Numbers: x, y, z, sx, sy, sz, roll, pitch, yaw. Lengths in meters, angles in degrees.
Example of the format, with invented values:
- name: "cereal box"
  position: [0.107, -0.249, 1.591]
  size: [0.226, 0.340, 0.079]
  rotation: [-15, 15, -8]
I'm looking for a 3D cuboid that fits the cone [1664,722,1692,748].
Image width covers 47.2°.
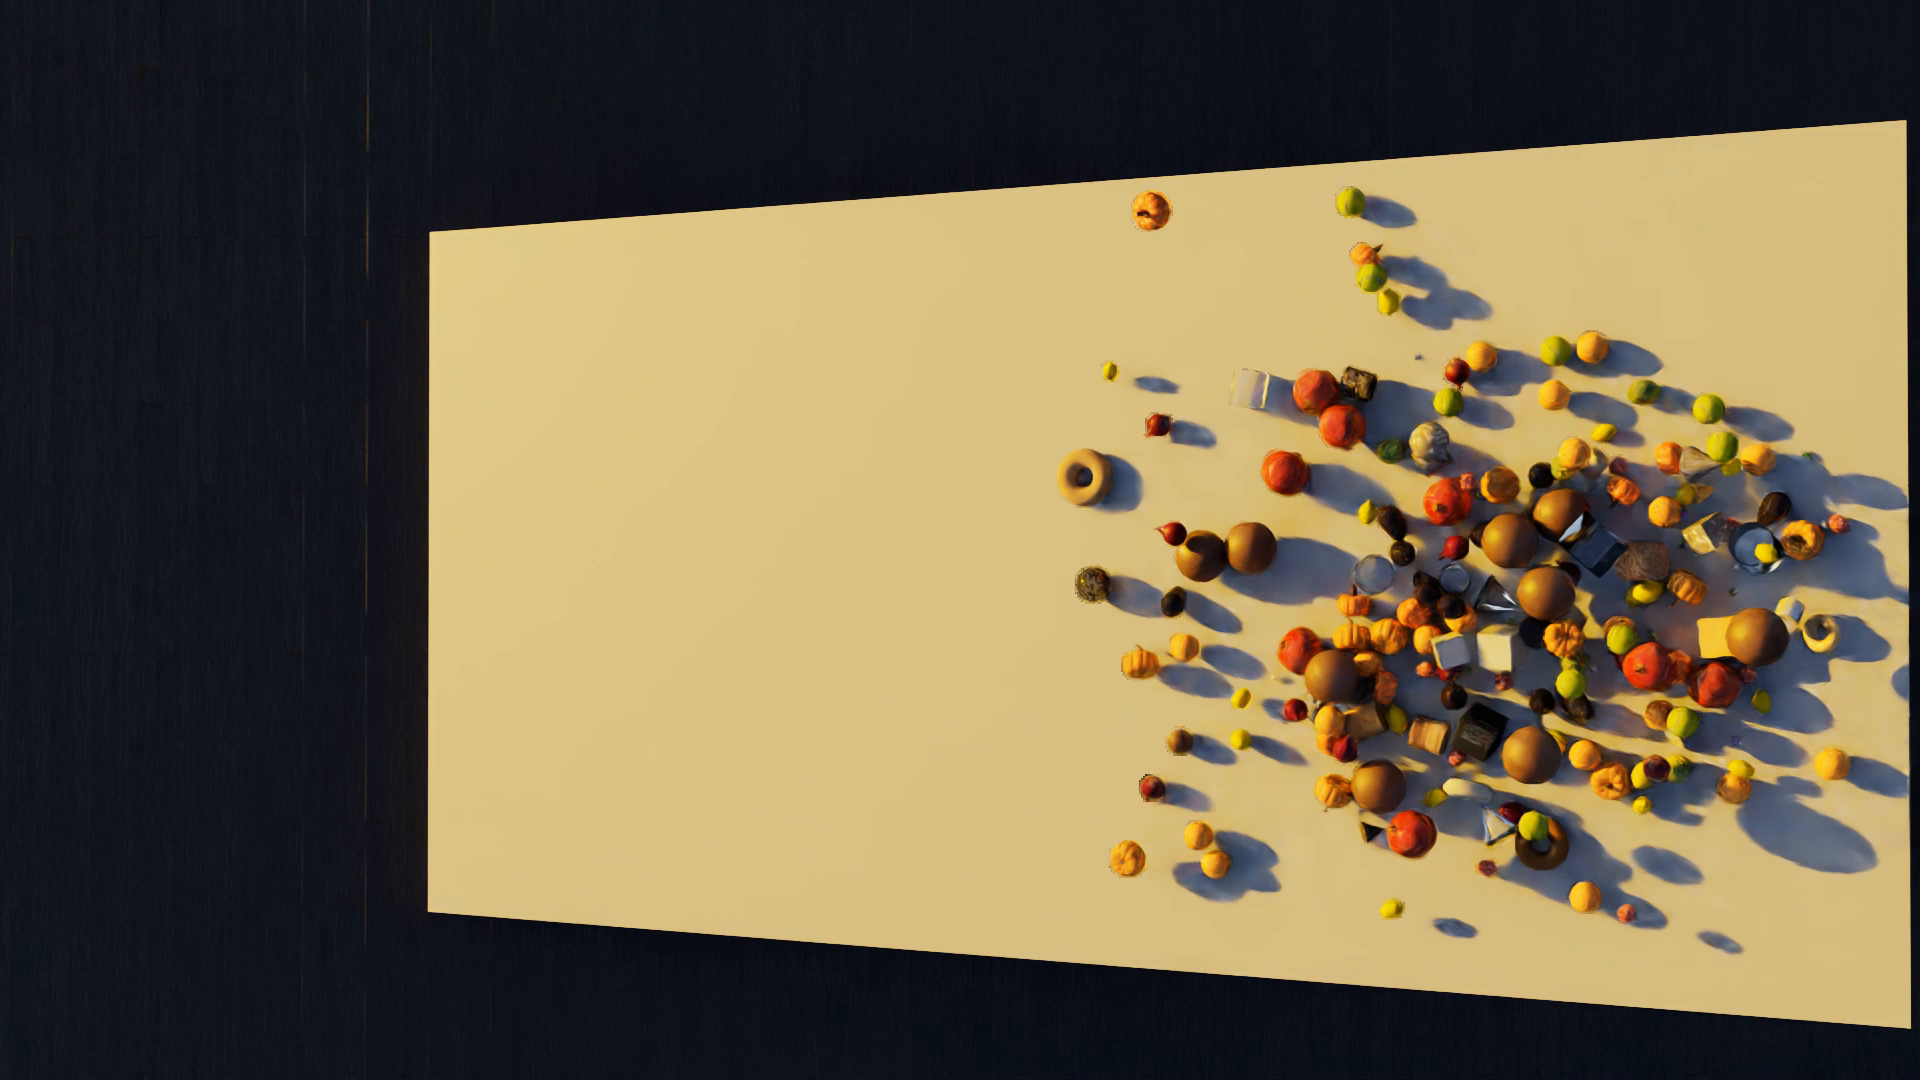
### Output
- name: "cone"
  position: [1.650, 0.435, 5.019]
  size: [0.057, 0.057, 0.057]
  rotation: [-41, 89, -9]

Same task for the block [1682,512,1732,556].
- name: "block"
  position: [1.686, -0.013, 4.960]
  size: [0.065, 0.065, 0.065]
  rotation: [-29, 88, -26]

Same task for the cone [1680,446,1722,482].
- name: "cone"
  position: [1.670, -0.170, 4.916]
  size: [0.083, 0.083, 0.083]
  rotation: [0, 91, -36]

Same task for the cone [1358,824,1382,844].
- name: "cone"
  position: [0.999, 0.702, 5.308]
  size: [0.053, 0.053, 0.053]
  rotation: [-19, 89, -17]

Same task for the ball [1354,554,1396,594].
- name: "ball"
  position: [0.995, 0.081, 5.277]
  size: [0.098, 0.098, 0.098]
  rotation: [0, 89, 0]

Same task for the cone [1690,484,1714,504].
- name: "cone"
  position: [1.697, -0.112, 5.006]
  size: [0.050, 0.050, 0.050]
  rotation: [-16, 89, -4]

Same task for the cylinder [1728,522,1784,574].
- name: "cylinder"
  position: [1.779, 0.018, 4.915]
  size: [0.096, 0.096, 0.096]
  rotation: [-11, 69, 30]

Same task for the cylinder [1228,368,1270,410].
- name: "cylinder"
  position: [0.712, -0.373, 5.413]
  size: [0.088, 0.088, 0.088]
  rotation: [10, 94, 0]

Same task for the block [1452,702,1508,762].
- name: "block"
  position: [1.218, 0.451, 5.151]
  size: [0.085, 0.085, 0.085]
  rotation: [28, 128, 27]

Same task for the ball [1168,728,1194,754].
- name: "ball"
  position: [0.550, 0.503, 5.489]
  size: [0.064, 0.064, 0.064]
  rotation: [0, 89, 0]

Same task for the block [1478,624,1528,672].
- name: "block"
  position: [1.267, 0.250, 5.138]
  size: [0.083, 0.083, 0.083]
  rotation: [7, 109, 40]

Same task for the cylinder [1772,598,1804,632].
- name: "cylinder"
  position: [1.840, 0.166, 4.885]
  size: [0.055, 0.055, 0.055]
  rotation: [36, 58, 0]

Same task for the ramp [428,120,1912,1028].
- name: "ramp"
  position: [0.283, 0.083, 5.703]
  size: [4.000, 0.100, 2.000]
  rotation: [0, 89, 24]

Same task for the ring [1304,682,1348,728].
- name: "ring"
  position: [0.891, 0.401, 5.353]
  size: [0.113, 0.038, 0.113]
  rotation: [-1, 88, 22]

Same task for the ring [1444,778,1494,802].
- name: "ring"
  position: [1.197, 0.588, 5.171]
  size: [0.117, 0.117, 0.039]
  rotation: [11, 80, 0]

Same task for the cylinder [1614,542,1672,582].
- name: "cylinder"
  position: [1.555, 0.048, 5.011]
  size: [0.089, 0.089, 0.089]
  rotation: [1, 87, -29]

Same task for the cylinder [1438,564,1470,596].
- name: "cylinder"
  position: [1.167, 0.094, 5.191]
  size: [0.070, 0.070, 0.070]
  rotation: [1, 98, 8]

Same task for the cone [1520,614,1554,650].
- name: "cone"
  position: [1.339, 0.220, 5.125]
  size: [0.081, 0.081, 0.081]
  rotation: [-1, 79, 6]

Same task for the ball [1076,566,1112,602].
- name: "ball"
  position: [0.339, 0.113, 5.574]
  size: [0.090, 0.090, 0.090]
  rotation: [0, 89, 0]

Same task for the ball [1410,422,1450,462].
- name: "ball"
  position: [1.089, -0.228, 5.096]
  size: [0.092, 0.092, 0.092]
  rotation: [0, 89, 0]

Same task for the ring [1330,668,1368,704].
- name: "ring"
  position: [0.941, 0.353, 5.317]
  size: [0.094, 0.031, 0.094]
  rotation: [-2, 68, 4]

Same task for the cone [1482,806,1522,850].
- name: "cone"
  position: [1.242, 0.657, 5.124]
  size: [0.096, 0.096, 0.096]
  rotation: [-30, 72, 0]

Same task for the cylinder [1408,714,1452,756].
- name: "cylinder"
  position: [1.117, 0.463, 5.227]
  size: [0.079, 0.079, 0.079]
  rotation: [18, 89, 25]

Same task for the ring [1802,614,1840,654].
- name: "ring"
  position: [1.915, 0.208, 4.888]
  size: [0.029, 0.088, 0.088]
  rotation: [-3, 89, -39]

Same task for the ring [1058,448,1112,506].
- name: "ring"
  position: [0.319, -0.160, 5.609]
  size: [0.149, 0.050, 0.149]
  rotation: [0, 90, 23]

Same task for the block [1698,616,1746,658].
- name: "block"
  position: [1.717, 0.219, 4.958]
  size: [0.087, 0.087, 0.087]
  rotation: [-6, 87, 24]

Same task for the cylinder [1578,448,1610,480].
- name: "cylinder"
  position: [1.459, -0.173, 5.063]
  size: [0.052, 0.052, 0.052]
  rotation: [39, 121, 0]

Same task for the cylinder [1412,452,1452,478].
- name: "cylinder"
  position: [1.124, -0.197, 5.238]
  size: [0.070, 0.070, 0.070]
  rotation: [-35, 89, 20]

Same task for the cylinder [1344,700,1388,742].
- name: "cylinder"
  position: [0.978, 0.436, 5.291]
  size: [0.079, 0.079, 0.079]
  rotation: [-25, 89, 22]

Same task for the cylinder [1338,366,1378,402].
- name: "cylinder"
  position: [0.958, -0.374, 5.293]
  size: [0.070, 0.070, 0.070]
  rotation: [18, 89, 23]

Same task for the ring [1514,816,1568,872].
- name: "ring"
  position: [1.358, 0.709, 5.135]
  size: [0.128, 0.043, 0.128]
  rotation: [-1, 89, 30]

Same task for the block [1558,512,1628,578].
- name: "block"
  position: [1.435, 0.010, 4.991]
  size: [0.093, 0.093, 0.093]
  rotation: [37, 104, -17]

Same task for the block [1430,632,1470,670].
- name: "block"
  position: [1.149, 0.259, 5.160]
  size: [0.066, 0.066, 0.066]
  rotation: [-16, 95, 4]
